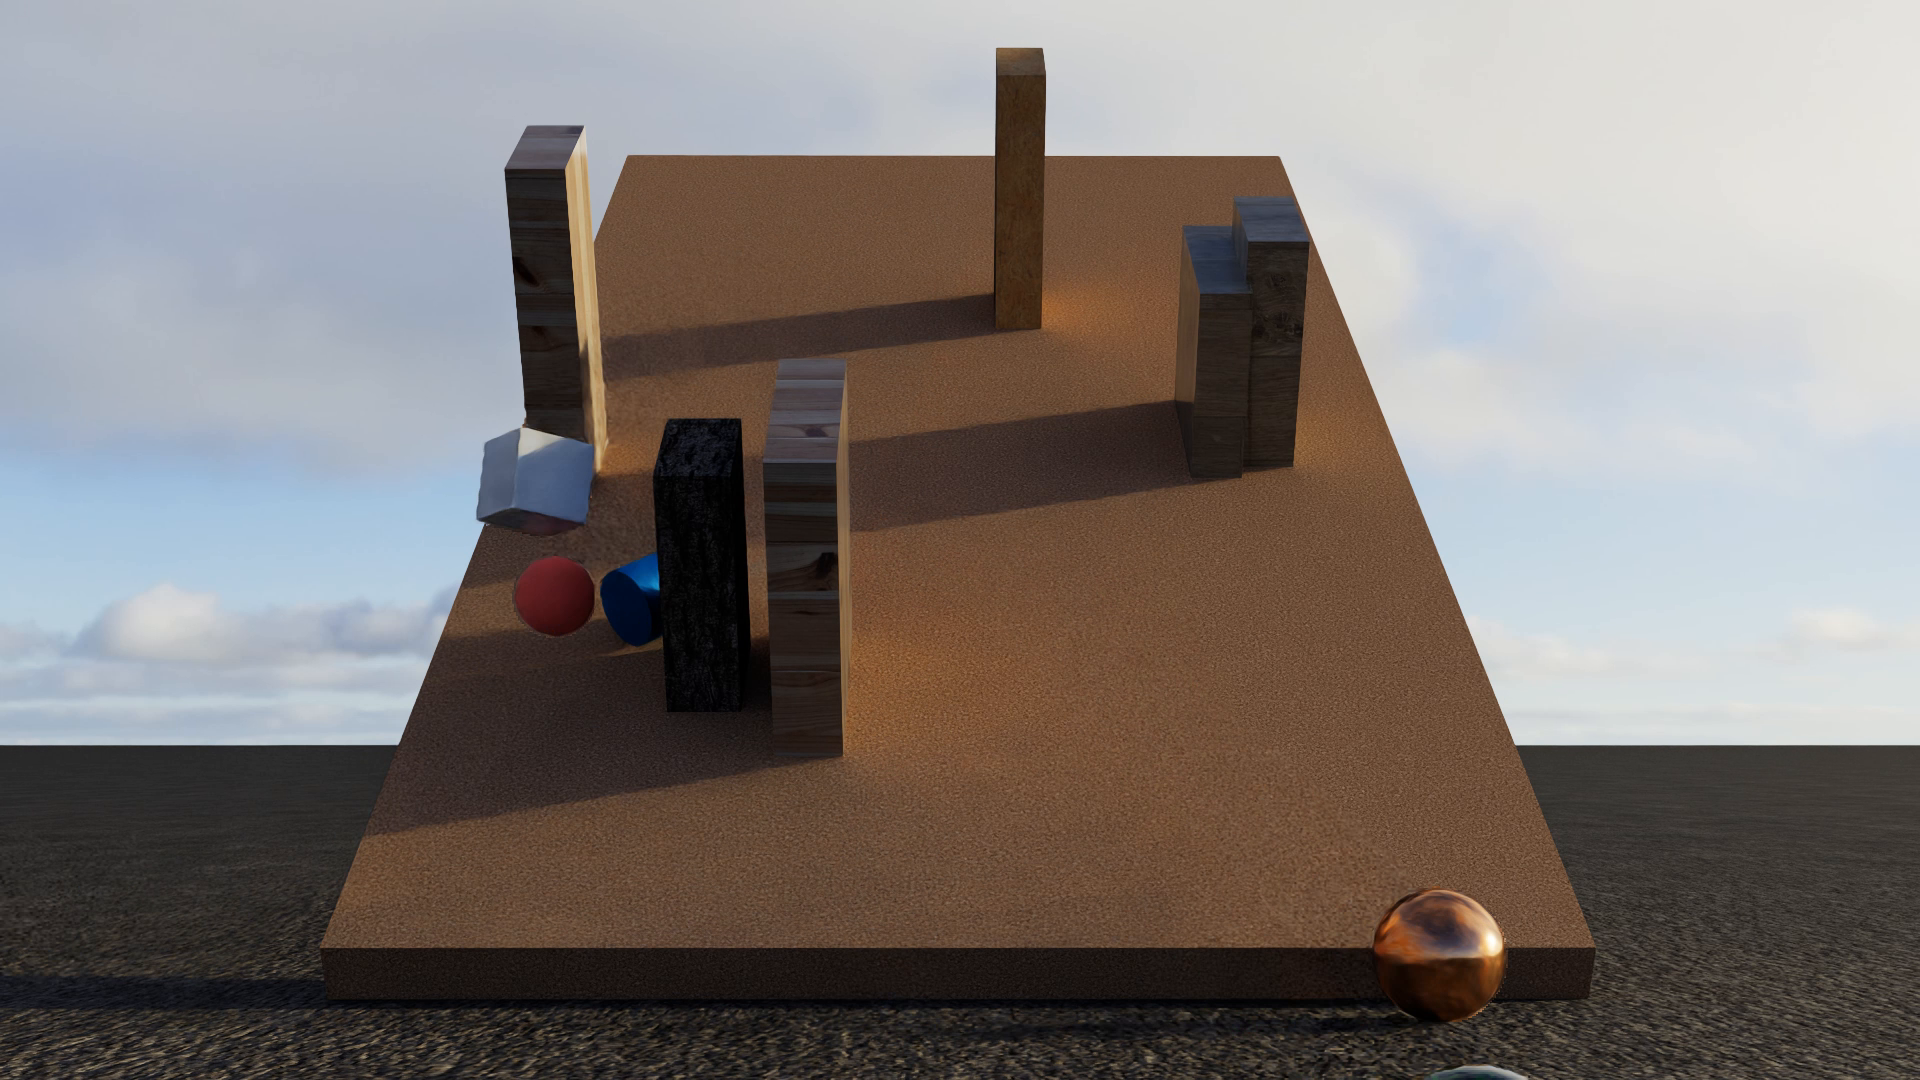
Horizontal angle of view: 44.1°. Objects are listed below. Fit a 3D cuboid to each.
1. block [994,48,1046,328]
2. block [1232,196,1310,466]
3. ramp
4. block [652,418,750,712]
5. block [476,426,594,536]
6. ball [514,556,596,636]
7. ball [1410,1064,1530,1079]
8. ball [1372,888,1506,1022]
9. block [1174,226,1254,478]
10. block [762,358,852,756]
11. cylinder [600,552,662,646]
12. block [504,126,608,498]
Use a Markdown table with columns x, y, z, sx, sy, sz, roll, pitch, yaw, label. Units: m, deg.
| x | y | z | sx | sy | sz | roll | pitch | yaw | label |
| --- | --- | --- | --- | --- | --- | --- | --- | --- | --- |
| 0.149 | -0.885 | 5.980 | 0.117 | 0.656 | 0.249 | 0 | 27 | 0 | block |
| 0.678 | -0.466 | 5.301 | 0.130 | 0.530 | 0.293 | 0 | 27 | 0 | block |
| -0.011 | -0.226 | 5.520 | 2.000 | 0.100 | 4.000 | 0 | 27 | 0 | ramp |
| -0.469 | 0.046 | 4.347 | 0.135 | 0.479 | 0.245 | 0 | 27 | 0 | block |
| -0.740 | -0.100 | 4.135 | 0.142 | 0.142 | 0.142 | 14 | -17 | -34 | block |
| -0.752 | 0.104 | 4.407 | 0.147 | 0.147 | 0.147 | 0 | -5 | 0 | ball |
| 0.373 | 0.469 | 1.717 | 0.175 | 0.175 | 0.175 | 0 | -5 | 0 | ball |
| 0.700 | 0.607 | 3.468 | 0.192 | 0.192 | 0.192 | 0 | -5 | 0 | ball |
| 0.566 | -0.428 | 5.332 | 0.114 | 0.434 | 0.429 | 0 | 27 | 0 | block |
| -0.269 | 0.026 | 4.281 | 0.123 | 0.576 | 0.448 | 0 | 27 | 0 | block |
| -0.585 | 0.106 | 4.586 | 0.155 | 0.155 | 0.155 | -25 | 13 | -40 | cylinder |
| -0.861 | -0.486 | 5.094 | 0.123 | 0.744 | 0.296 | 0 | 27 | 0 | block |
